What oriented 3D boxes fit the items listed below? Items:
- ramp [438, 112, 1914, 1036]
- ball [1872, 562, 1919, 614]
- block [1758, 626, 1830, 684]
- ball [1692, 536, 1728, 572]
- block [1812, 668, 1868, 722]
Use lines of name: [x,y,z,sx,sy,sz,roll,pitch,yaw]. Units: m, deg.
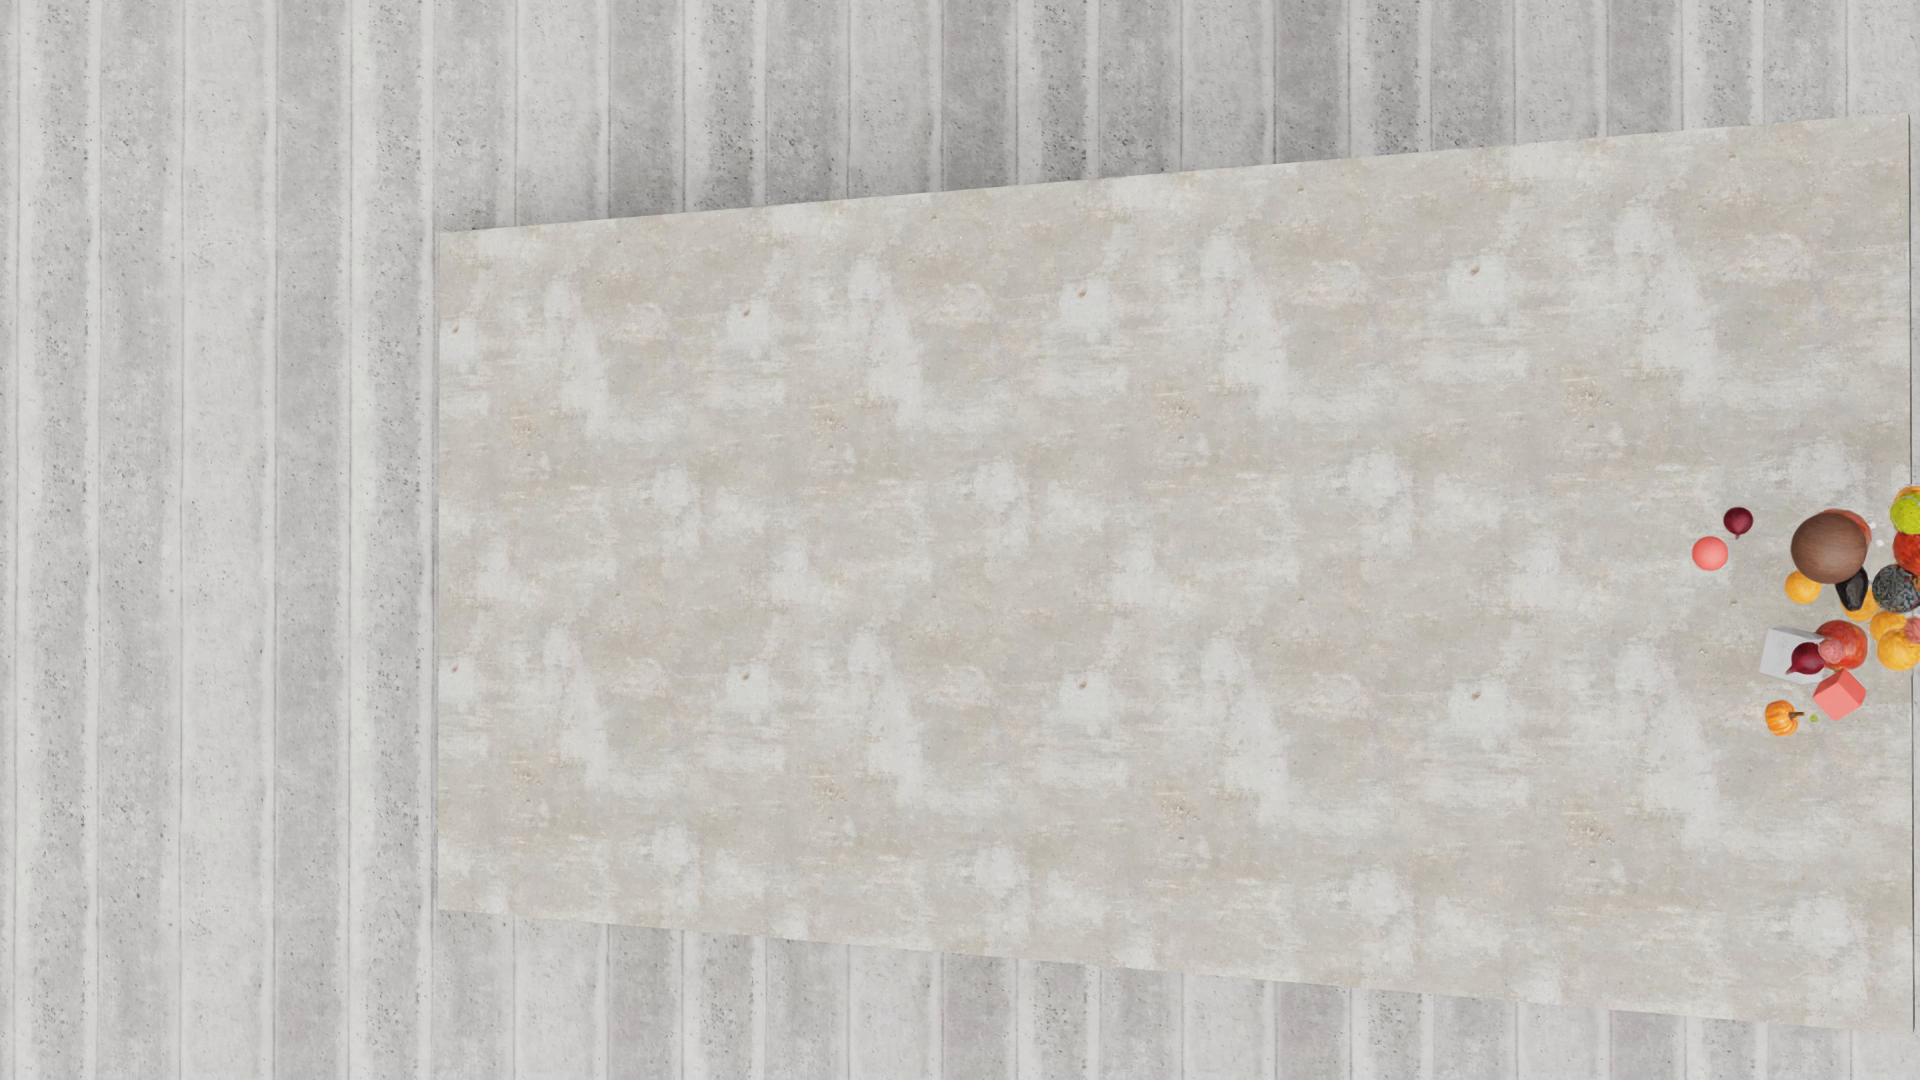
ramp: [0.281,0.081,5.680,4.000,0.100,2.000,0,89,26]
ball: [1.775,0.092,4.155,0.096,0.096,0.096,0,89,0]
block: [1.756,0.242,4.626,0.095,0.095,0.095,18,103,42]
ball: [1.500,0.027,4.395,0.070,0.070,0.070,0,89,0]
block: [1.681,0.296,4.203,0.062,0.062,0.062,48,132,4]
